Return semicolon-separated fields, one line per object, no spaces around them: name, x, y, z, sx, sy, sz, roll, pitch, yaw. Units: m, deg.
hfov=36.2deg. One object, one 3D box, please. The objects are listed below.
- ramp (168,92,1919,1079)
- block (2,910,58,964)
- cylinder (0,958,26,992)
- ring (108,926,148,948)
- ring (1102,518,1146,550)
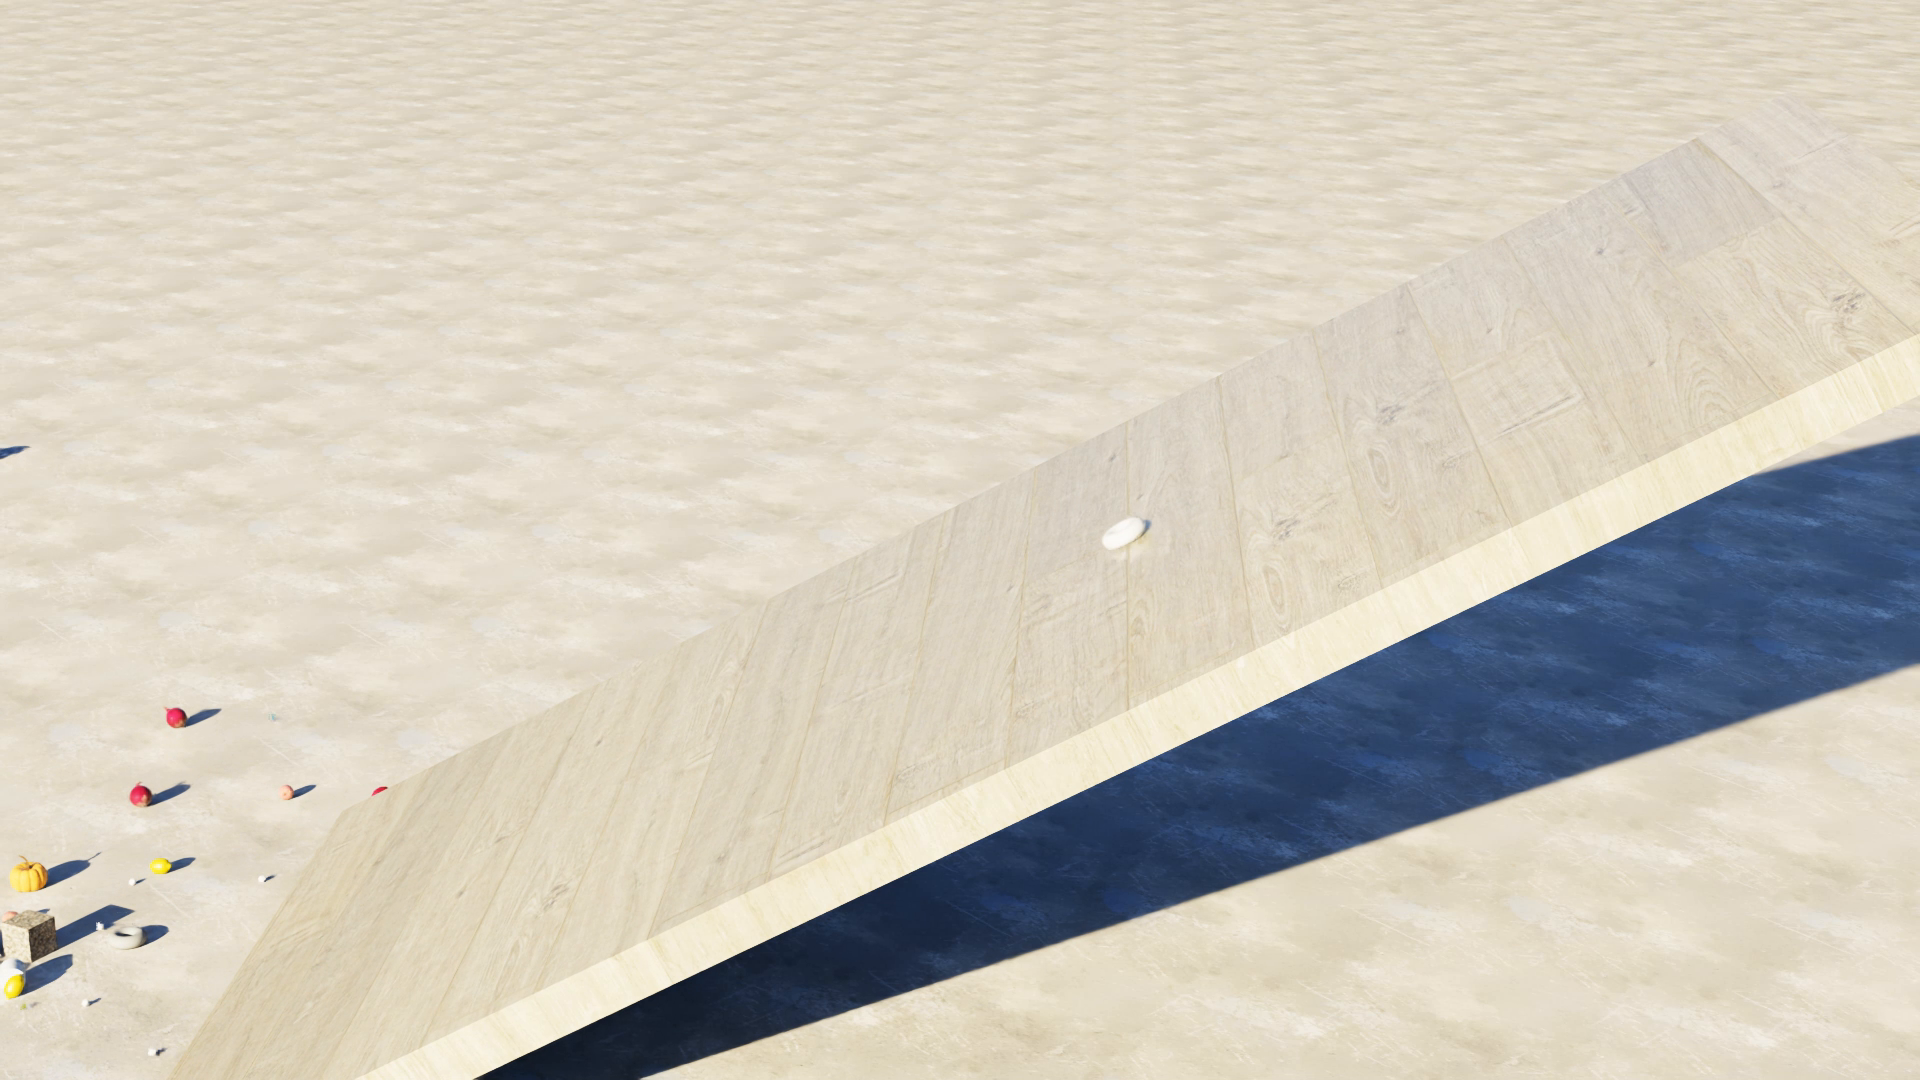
ramp;0.141;0.167;6.281;4.000;0.100;2.000;-26;14;11
block;-2.206;0.939;6.974;0.086;0.086;0.086;9;20;27
cylinder;-2.191;1.006;6.803;0.059;0.059;0.059;-5;16;-16
ring;-1.990;0.951;7.029;0.092;0.031;0.092;0;16;0
ring;0.348;-0.015;6.242;0.100;0.033;0.100;-28;13;7
